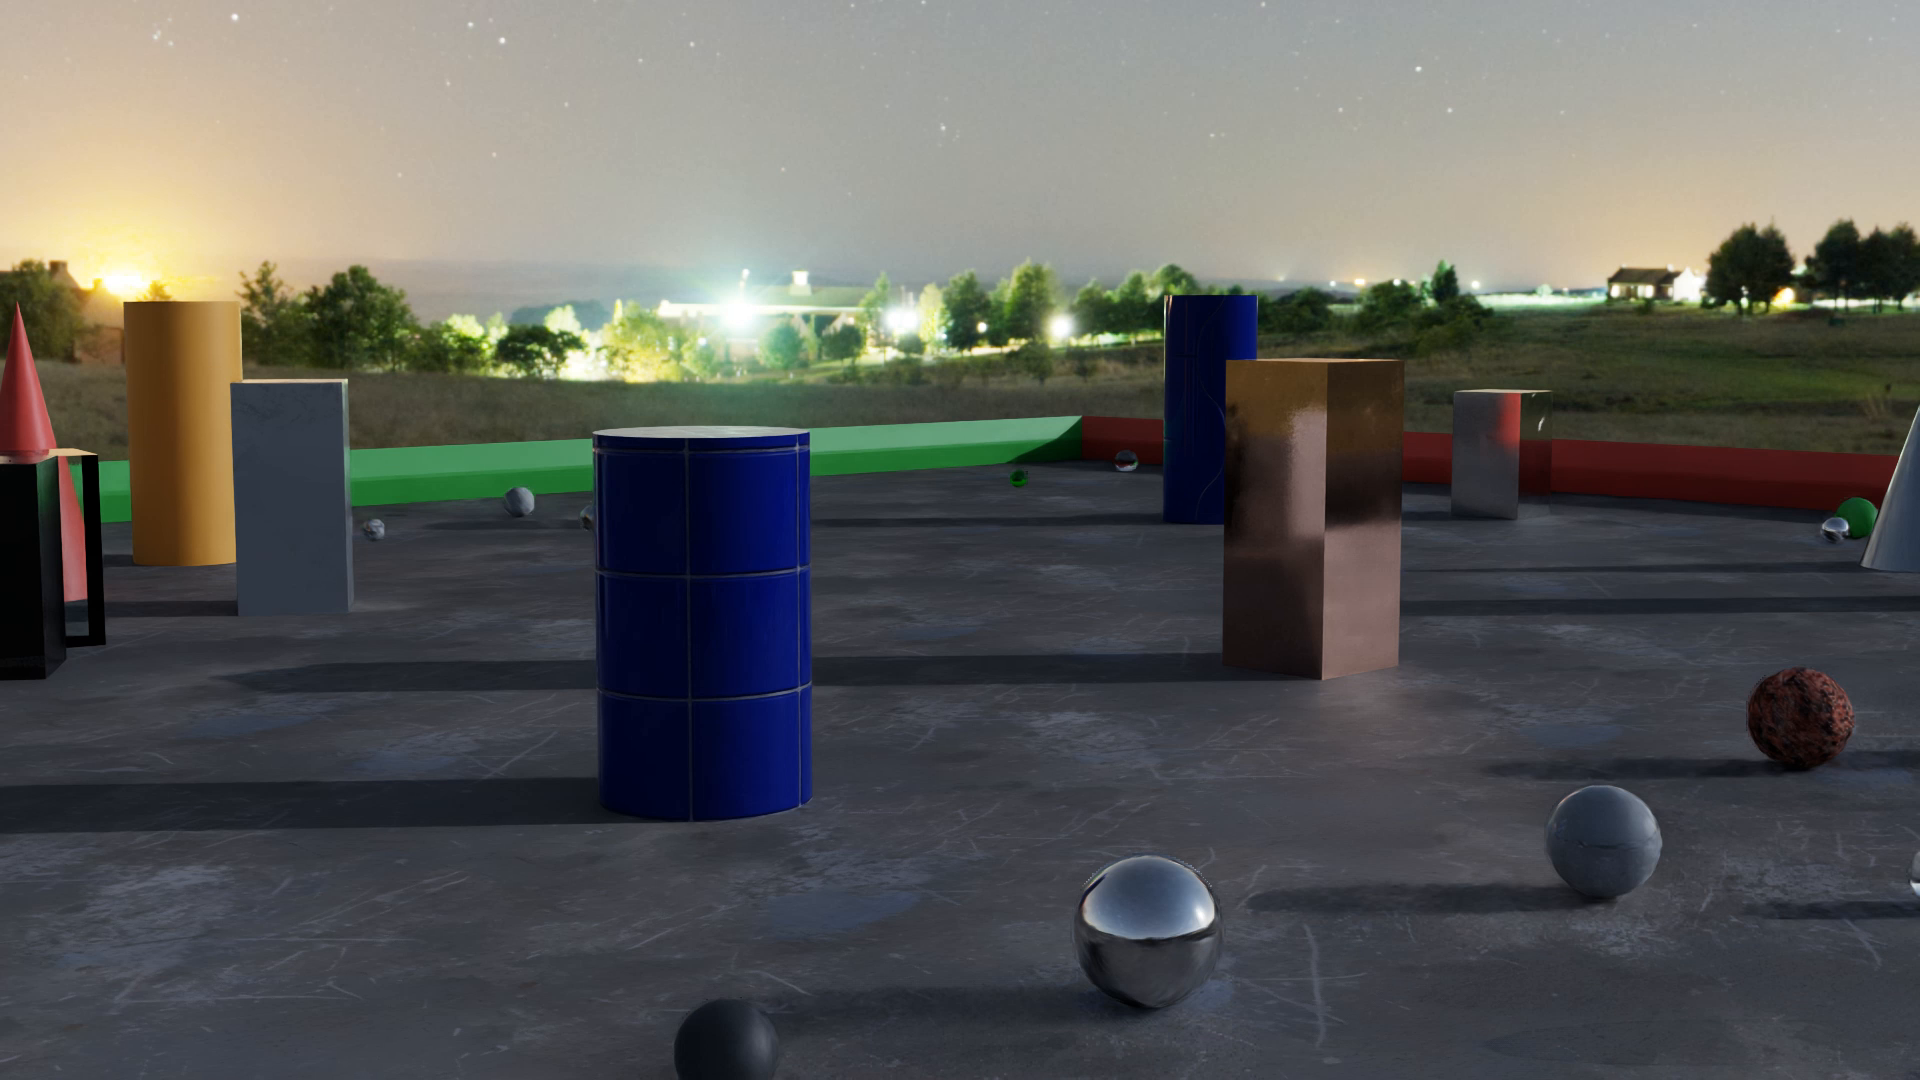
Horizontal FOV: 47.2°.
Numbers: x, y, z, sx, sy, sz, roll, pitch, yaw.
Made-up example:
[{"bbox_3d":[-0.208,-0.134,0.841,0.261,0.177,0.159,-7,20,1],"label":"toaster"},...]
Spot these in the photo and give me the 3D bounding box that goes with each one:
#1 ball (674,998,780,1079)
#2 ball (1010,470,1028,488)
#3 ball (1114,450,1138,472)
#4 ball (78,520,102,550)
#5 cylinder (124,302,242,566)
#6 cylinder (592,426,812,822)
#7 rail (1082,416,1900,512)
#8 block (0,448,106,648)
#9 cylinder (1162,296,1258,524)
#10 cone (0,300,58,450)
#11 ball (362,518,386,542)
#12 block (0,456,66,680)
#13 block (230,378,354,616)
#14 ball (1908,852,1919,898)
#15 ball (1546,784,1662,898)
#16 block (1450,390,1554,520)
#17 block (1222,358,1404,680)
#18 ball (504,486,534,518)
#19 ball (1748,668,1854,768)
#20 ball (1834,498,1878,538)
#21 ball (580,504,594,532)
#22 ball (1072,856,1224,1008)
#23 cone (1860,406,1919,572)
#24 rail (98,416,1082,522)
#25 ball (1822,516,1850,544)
[{"bbox_3d":[-0.131,0.288,1.233,0.059,0.059,0.059,0,6,0],"label":"ball"},{"bbox_3d":[0.148,-0.155,5.527,0.044,0.044,0.044,0,6,0],"label":"ball"},{"bbox_3d":[0.456,-0.217,6.025,0.063,0.063,0.063,0,6,0],"label":"ball"},{"bbox_3d":[-1.624,-0.009,4.083,0.055,0.055,0.055,0,6,0],"label":"ball"},{"bbox_3d":[-1.370,-0.192,3.897,0.195,0.458,0.195,0,6,0],"label":"cylinder"},{"bbox_3d":[-0.232,0.069,1.995,0.195,0.335,0.195,0,6,0],"label":"cylinder"},{"bbox_3d":[1.809,-0.141,4.992,0.045,0.126,4.311,-5,8,-42],"label":"rail"},{"bbox_3d":[-1.245,0.011,2.938,0.156,0.254,0.156,-4,7,-33],"label":"block"},{"bbox_3d":[0.527,-0.277,4.635,0.195,0.474,0.195,0,6,0],"label":"cylinder"},{"bbox_3d":[-1.467,-0.145,3.446,0.195,0.459,0.195,0,6,0],"label":"cone"},{"bbox_3d":[-1.131,-0.020,4.241,0.043,0.043,0.043,0,6,0],"label":"ball"},{"bbox_3d":[-1.199,0.032,2.702,0.156,0.261,0.156,-1,6,-13],"label":"block"},{"bbox_3d":[-0.993,-0.067,3.278,0.156,0.339,0.156,-1,6,-12],"label":"block"},{"bbox_3d":[0.733,0.250,1.637,0.050,0.050,0.050,0,6,0],"label":"ball"},{"bbox_3d":[0.489,0.229,1.672,0.085,0.085,0.085,0,6,0],"label":"ball"},{"bbox_3d":[1.171,-0.187,4.752,0.156,0.269,0.156,5,8,40],"label":"block"},{"bbox_3d":[0.439,-0.033,2.739,0.156,0.382,0.156,-6,8,-43],"label":"block"},{"bbox_3d":[-0.947,-0.082,4.720,0.067,0.067,0.067,0,6,0],"label":"ball"},{"bbox_3d":[0.819,0.173,2.143,0.097,0.097,0.097,0,6,0],"label":"ball"},{"bbox_3d":[1.747,-0.043,4.284,0.080,0.080,0.080,0,6,0],"label":"ball"},{"bbox_3d":[-0.735,-0.044,4.415,0.056,0.056,0.056,0,6,0],"label":"ball"},{"bbox_3d":[0.120,0.251,1.408,0.097,0.097,0.097,0,6,0],"label":"ball"},{"bbox_3d":[1.667,-0.112,3.804,0.195,0.318,0.195,0,6,0],"label":"cone"},{"bbox_3d":[-1.446,-0.130,4.890,4.971,0.126,0.045,-5,8,-42],"label":"rail"},{"bbox_3d":[1.665,-0.018,4.182,0.052,0.052,0.052,0,6,0],"label":"ball"}]
